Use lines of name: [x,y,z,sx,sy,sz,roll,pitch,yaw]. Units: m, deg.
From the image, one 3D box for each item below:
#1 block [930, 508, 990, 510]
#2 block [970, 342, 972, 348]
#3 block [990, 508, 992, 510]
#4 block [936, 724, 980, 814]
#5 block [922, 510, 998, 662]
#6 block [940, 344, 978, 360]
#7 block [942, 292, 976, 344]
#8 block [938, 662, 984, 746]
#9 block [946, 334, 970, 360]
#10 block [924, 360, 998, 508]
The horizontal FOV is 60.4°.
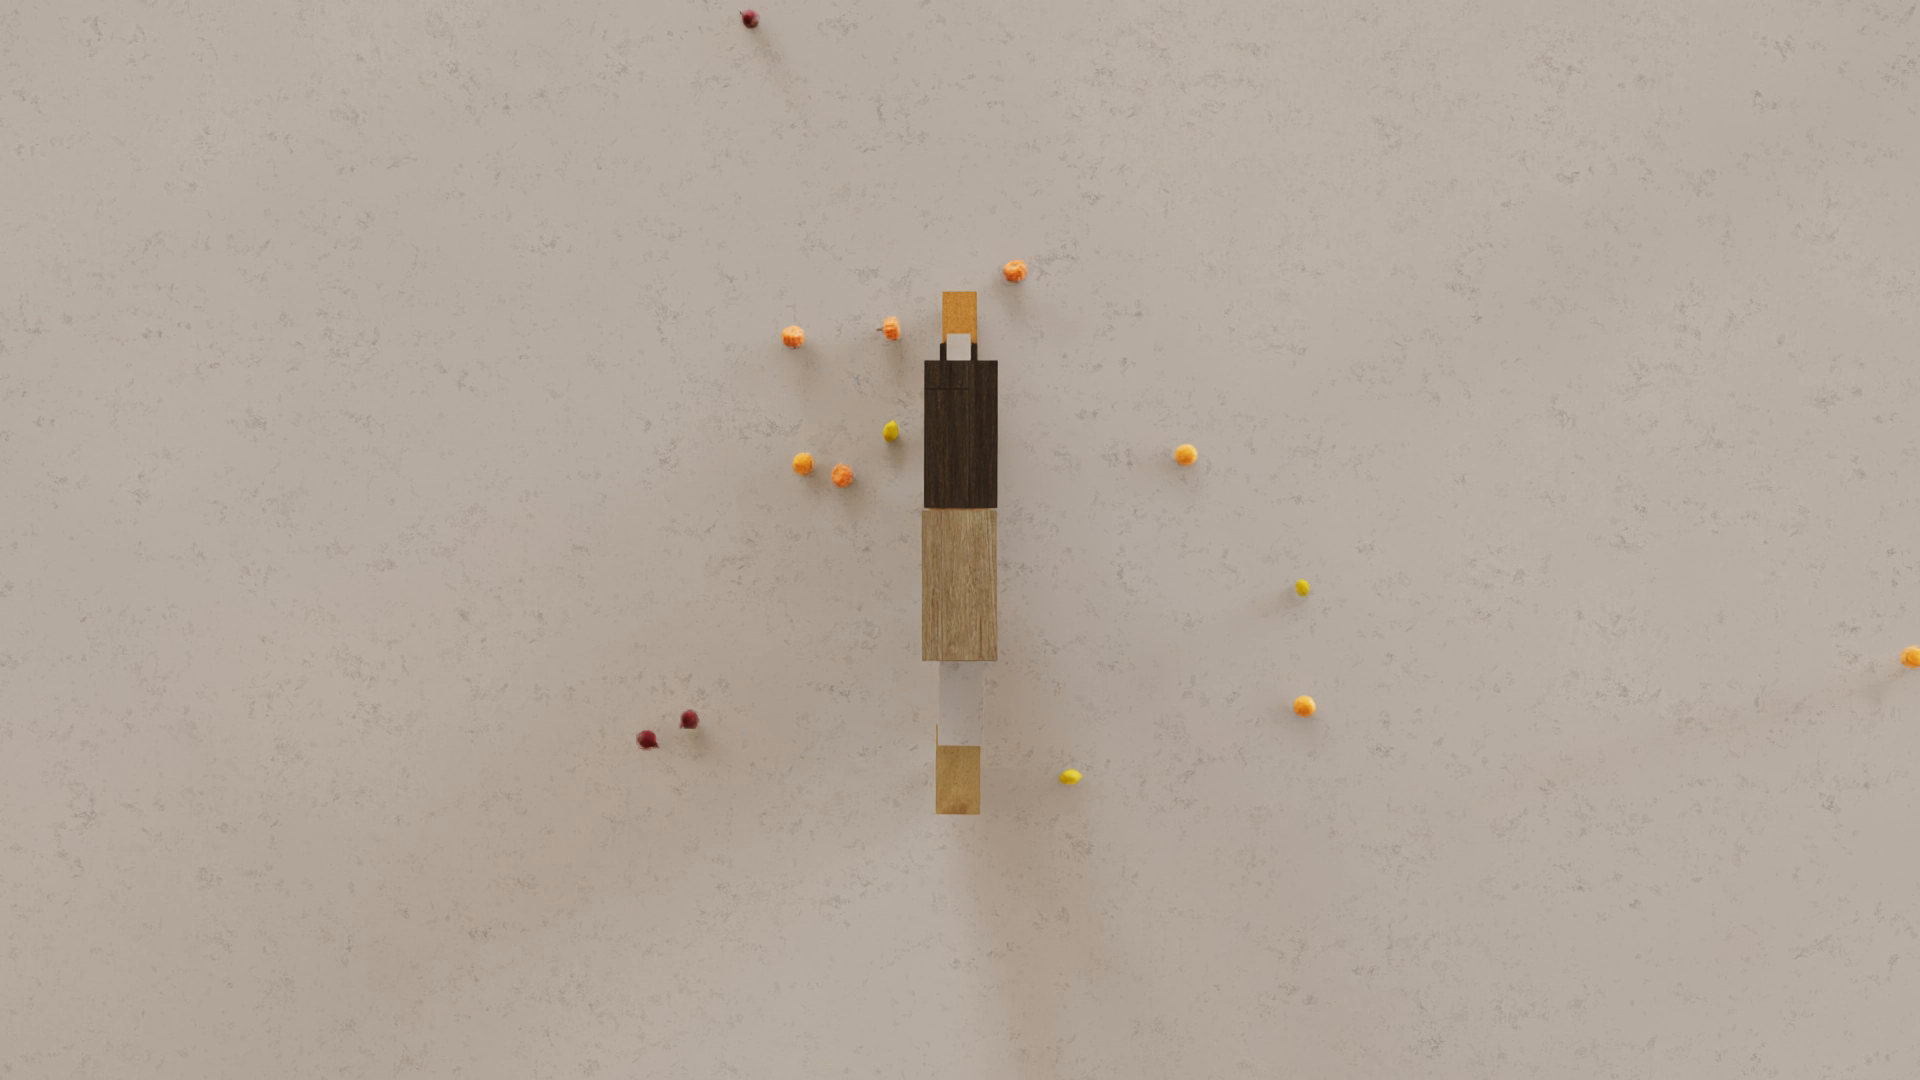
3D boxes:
block: [-0.001,-0.101,4.369,0.160,0.045,0.320,0,90,0]
block: [-0.002,-0.547,4.718,0.066,0.256,0.019,-1,89,0]
block: [0.004,-0.181,4.736,0.170,0.048,0.339,0,90,0]
block: [-0.005,0.662,4.772,0.129,0.037,0.258,0,90,0]
block: [-0.001,0.110,3.961,0.180,0.051,0.360,0,90,0]
block: [-0.004,-0.468,4.862,0.111,0.031,0.221,0,90,0]
block: [-0.001,-0.682,5.266,0.109,0.031,0.219,0,90,0]
block: [0.003,0.413,4.276,0.118,0.033,0.236,0,90,0]
block: [-0.004,-0.505,4.581,0.066,0.019,0.131,0,90,0]
block: [0.002,-0.253,3.968,0.176,0.050,0.353,0,90,0]
